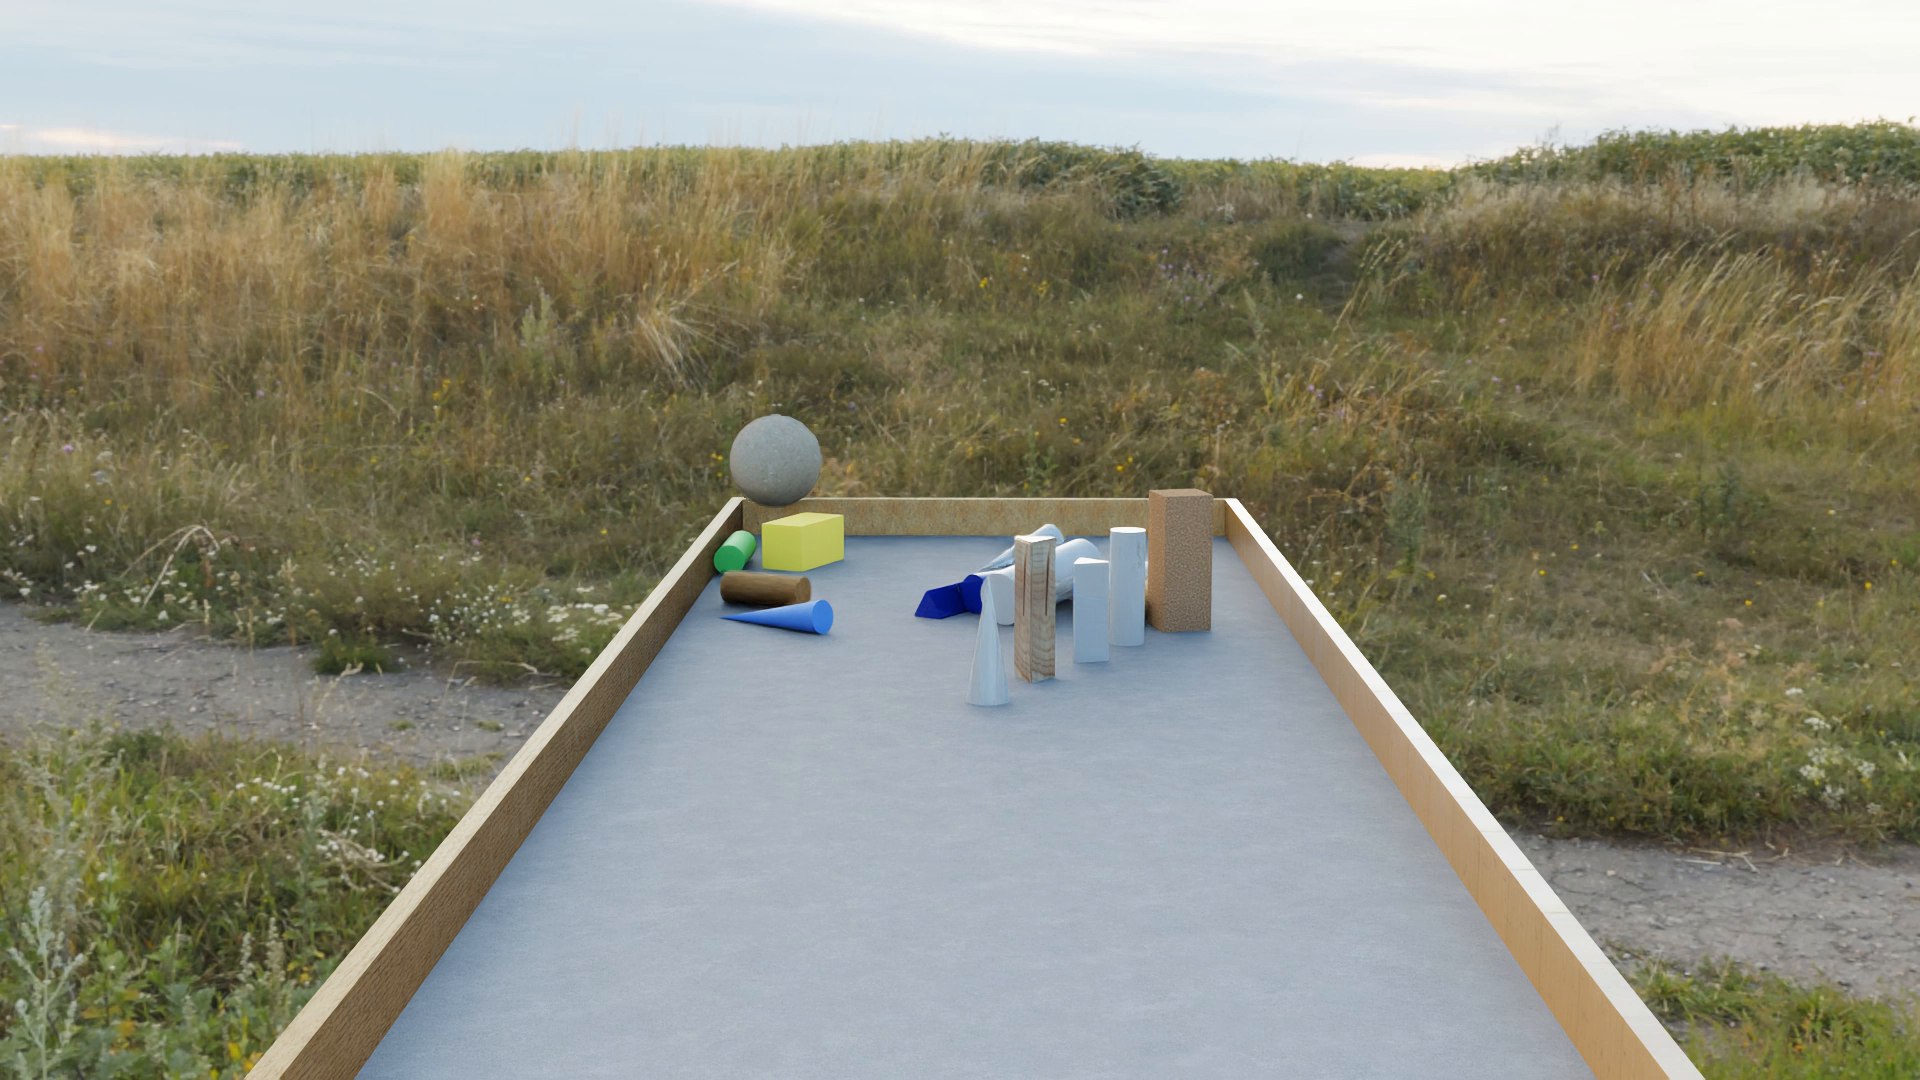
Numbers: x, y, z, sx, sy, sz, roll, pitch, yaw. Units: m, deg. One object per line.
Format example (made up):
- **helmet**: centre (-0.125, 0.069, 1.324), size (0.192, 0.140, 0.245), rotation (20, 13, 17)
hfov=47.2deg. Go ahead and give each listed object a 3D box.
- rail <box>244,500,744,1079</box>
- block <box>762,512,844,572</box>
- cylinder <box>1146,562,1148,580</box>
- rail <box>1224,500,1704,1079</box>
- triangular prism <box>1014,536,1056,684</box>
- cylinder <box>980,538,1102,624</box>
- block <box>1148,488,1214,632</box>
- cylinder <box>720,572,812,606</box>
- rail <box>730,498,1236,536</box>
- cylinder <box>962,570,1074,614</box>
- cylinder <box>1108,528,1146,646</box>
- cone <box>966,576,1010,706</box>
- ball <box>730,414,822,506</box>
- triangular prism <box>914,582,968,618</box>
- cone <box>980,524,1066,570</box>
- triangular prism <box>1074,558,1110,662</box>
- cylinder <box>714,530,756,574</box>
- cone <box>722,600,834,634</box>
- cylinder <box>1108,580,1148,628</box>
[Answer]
- **rail**: centre (-1.004, 0.839, 3.234), size (0.050, 0.150, 12.000), rotation (0, 9, 1)
- **block**: centre (-0.600, 0.005, 8.428), size (0.171, 0.171, 0.330), rotation (4, 10, 25)
- **cylinder**: centre (0.557, 0.167, 7.565), size (0.123, 0.123, 0.427), rotation (5, 10, 27)
- **rail**: centre (1.046, 0.843, 3.208), size (0.050, 0.150, 12.000), rotation (0, 9, 1)
- **triangular prism**: centre (0.202, 0.199, 6.432), size (0.102, 0.414, 0.118), rotation (7, 11, 37)
- **cylinder**: centre (0.280, 0.138, 7.391), size (0.177, 0.177, 0.454), rotation (7, 19, 39)
- **block**: centre (0.718, 0.065, 7.177), size (0.163, 0.444, 0.163), rotation (-2, 9, -14)
- **cylinder**: centre (-0.670, 0.172, 7.580), size (0.301, 0.108, 0.108), rotation (4, 10, 26)
- **rail**: centre (0.099, -0.098, 9.147), size (2.100, 0.150, 0.050), rotation (0, 9, 1)
- **cylinder**: centre (0.211, 0.161, 7.561), size (0.431, 0.137, 0.137), rotation (-8, 12, -41)
- **cylinder**: centre (0.527, 0.147, 6.930), size (0.112, 0.361, 0.112), rotation (0, 9, 0)
- **cone**: centre (0.078, 0.270, 6.144), size (0.125, 0.364, 0.125), rotation (0, 9, 0)
- **ball**: centre (-0.754, -0.326, 9.016), size (0.377, 0.377, 0.377), rotation (0, 9, 0)
- **triangular prism**: centre (-0.011, 0.191, 7.502), size (0.104, 0.090, 0.352), rotation (6, 11, 34)
- **cone**: centre (0.213, 0.060, 8.408), size (0.416, 0.139, 0.139), rotation (-21, 21, -41)
- **triangular prism**: centre (0.384, 0.212, 6.700), size (0.113, 0.305, 0.098), rotation (-3, 9, -17)
- **cylinder**: centre (-0.851, 0.048, 8.336), size (0.116, 0.116, 0.358), rotation (0, 9, 2)
- **cone**: centre (-0.628, 0.254, 7.228), size (0.456, 0.110, 0.110), rotation (-2, 6, 36)
- **cylinder**: centre (0.591, 0.206, 7.329), size (0.118, 0.118, 0.355), rotation (5, 11, 31)
